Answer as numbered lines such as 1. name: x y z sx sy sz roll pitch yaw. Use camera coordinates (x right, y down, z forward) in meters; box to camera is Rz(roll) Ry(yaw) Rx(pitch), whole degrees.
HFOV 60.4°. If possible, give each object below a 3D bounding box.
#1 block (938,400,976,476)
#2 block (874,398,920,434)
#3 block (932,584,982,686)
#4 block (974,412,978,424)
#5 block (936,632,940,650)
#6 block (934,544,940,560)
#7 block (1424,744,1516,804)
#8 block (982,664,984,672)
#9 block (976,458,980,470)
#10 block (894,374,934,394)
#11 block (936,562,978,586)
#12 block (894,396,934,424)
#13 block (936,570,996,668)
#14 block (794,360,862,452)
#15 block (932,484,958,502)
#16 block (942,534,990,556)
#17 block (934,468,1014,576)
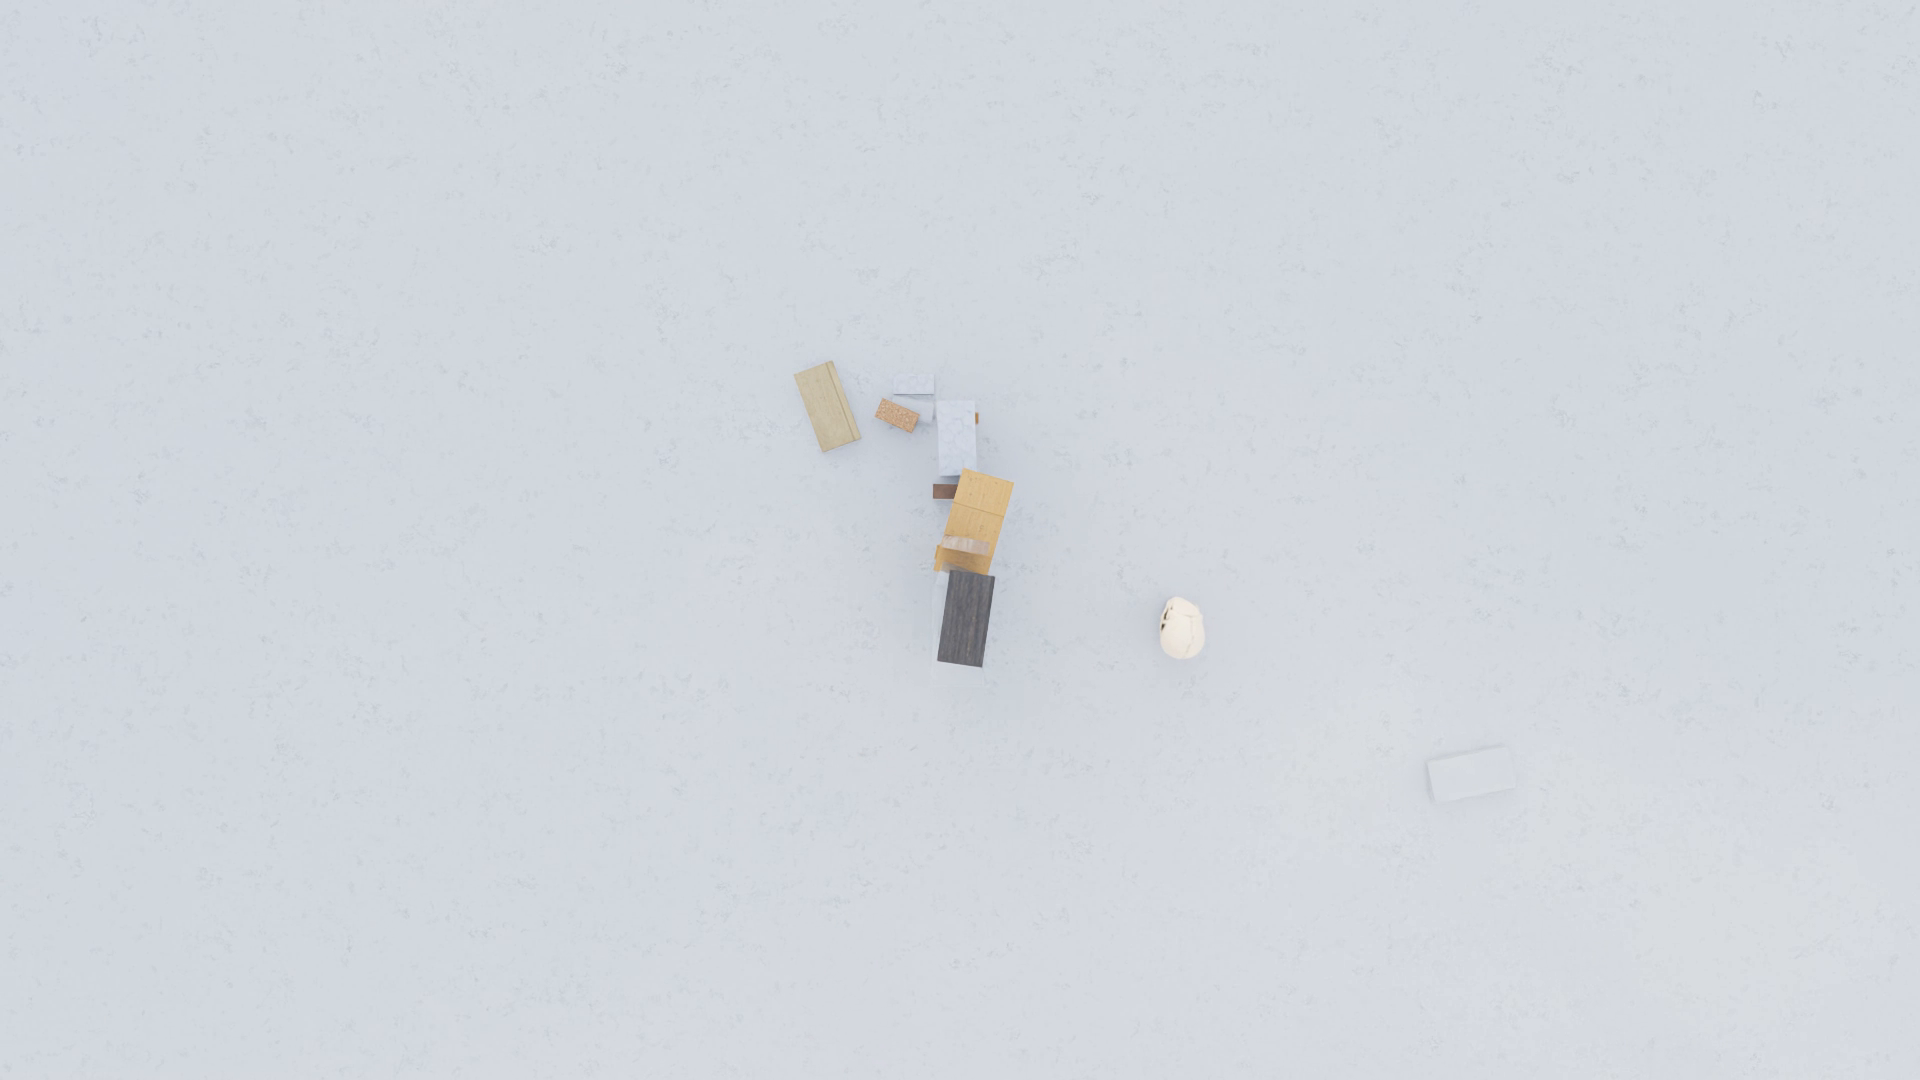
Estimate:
1. block: -0.009 -0.323 5.247 0.118 0.033 0.236 -2 90 0
2. block: -0.209 -0.413 5.471 0.135 0.019 0.067 24 90 0
3. block: -0.006 0.296 5.164 0.157 0.044 0.313 1 90 0
4. block: 0.001 -0.398 5.381 0.118 0.236 0.033 1 93 0
5. block: -0.001 0.307 4.996 0.135 0.291 0.038 1 90 0
6. block: 0.005 0.055 5.334 0.166 0.332 0.047 13 90 0
7. block: 1.696 0.778 5.481 0.275 0.039 0.137 -12 90 0
8. block: -0.004 0.395 5.343 0.157 0.313 0.044 0 90 0
9. block: 0.001 -0.245 5.382 0.118 0.236 0.033 -3 90 0
10. block: -0.153 -0.519 5.490 0.135 0.019 0.068 0 90 0
11. block: 0.002 0.118 4.985 0.135 0.269 0.038 19 96 0
12. block: -0.156 -0.434 5.490 0.135 0.019 0.068 10 90 0
13. block: 0.018 0.230 4.831 0.135 0.038 0.269 8 90 0
14. block: -0.440 -0.443 5.481 0.137 0.039 0.275 -20 90 0
15. block: -0.002 -0.151 5.334 0.166 0.332 0.047 1 90 0
16. block: 0.017 0.014 4.984 0.137 0.275 0.039 10 90 0
17. block: 0.043 -0.042 5.144 0.166 0.047 0.332 16 90 0
